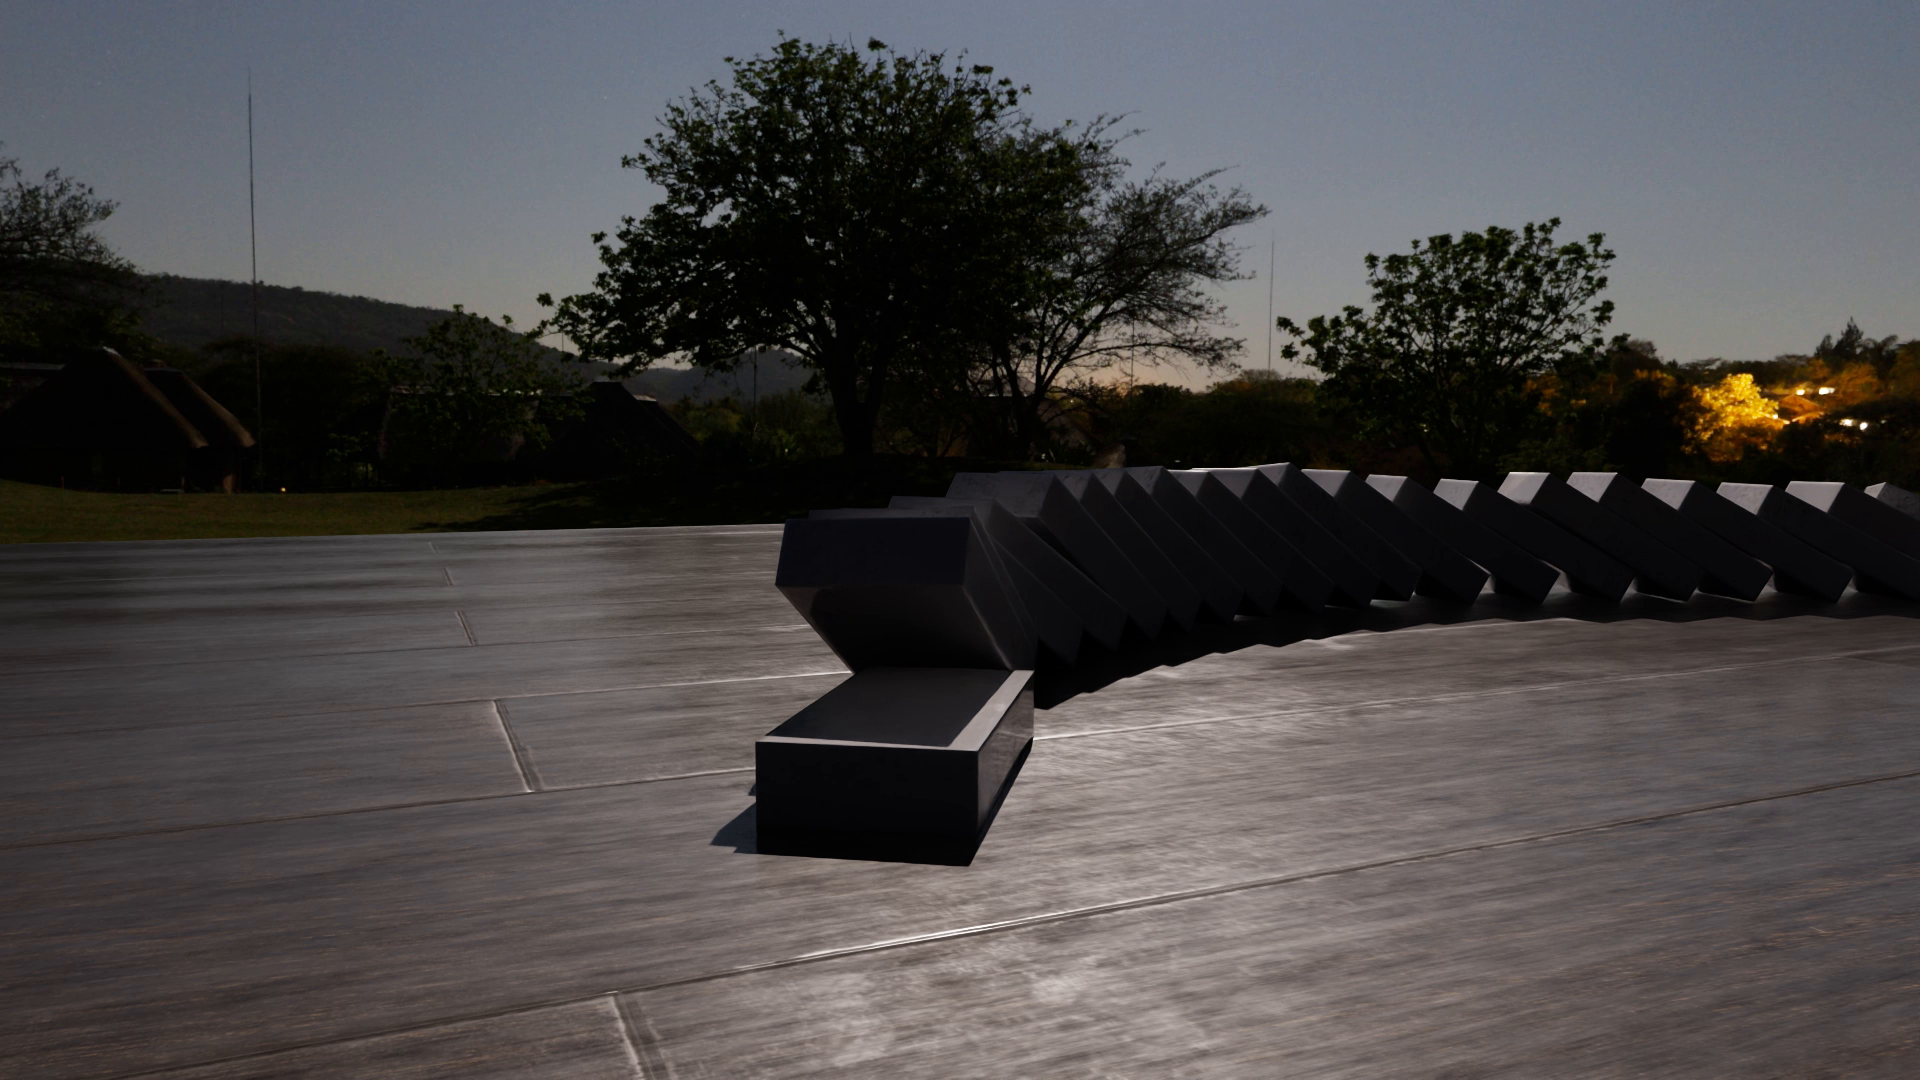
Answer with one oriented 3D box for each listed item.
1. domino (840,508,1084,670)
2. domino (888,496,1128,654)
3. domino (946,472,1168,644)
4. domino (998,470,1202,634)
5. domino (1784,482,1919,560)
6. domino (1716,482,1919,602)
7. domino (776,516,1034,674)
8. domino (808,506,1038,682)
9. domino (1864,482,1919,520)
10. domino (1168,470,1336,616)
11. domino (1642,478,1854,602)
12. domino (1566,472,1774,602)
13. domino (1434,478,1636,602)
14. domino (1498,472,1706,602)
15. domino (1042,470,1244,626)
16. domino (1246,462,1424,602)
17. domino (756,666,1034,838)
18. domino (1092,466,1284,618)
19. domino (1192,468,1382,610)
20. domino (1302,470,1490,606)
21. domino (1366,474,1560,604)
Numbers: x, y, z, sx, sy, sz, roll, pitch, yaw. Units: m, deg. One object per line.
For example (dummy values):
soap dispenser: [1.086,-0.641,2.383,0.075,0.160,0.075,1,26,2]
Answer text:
domino: [0.001,0.009,0.231,0.025,0.009,0.050,3,-23,31]
domino: [0.009,0.007,0.251,0.025,0.009,0.050,4,-24,40]
domino: [0.020,0.004,0.266,0.025,0.009,0.050,4,-30,41]
domino: [0.030,0.003,0.279,0.025,0.009,0.050,3,-30,43]
domino: [0.258,0.000,0.356,0.050,0.010,0.025,28,5,1]
domino: [0.238,0.000,0.356,0.050,0.009,0.025,27,5,0]
domino: [-0.006,0.012,0.187,0.025,0.010,0.050,0,-25,14]
domino: [-0.005,0.010,0.206,0.025,0.009,0.050,-1,-25,15]
domino: [0.282,0.000,0.361,0.050,0.010,0.025,29,11,23]
domino: [0.067,0.001,0.318,0.050,0.009,0.025,37,-14,-26]
domino: [0.216,0.000,0.356,0.050,0.010,0.025,29,4,-2]
domino: [0.193,-0.001,0.354,0.050,0.009,0.025,32,3,-2]
domino: [0.157,0.000,0.354,0.050,0.009,0.025,29,3,-4]
domino: [0.175,-0.001,0.354,0.050,0.010,0.025,32,3,-2]
domino: [0.041,0.002,0.293,0.025,0.009,0.050,4,-30,50]
domino: [0.094,-0.002,0.336,0.050,0.010,0.025,35,-13,-19]
domino: [-0.006,0.025,0.165,0.025,0.010,0.050,1,4,10]
domino: [0.052,0.001,0.305,0.050,0.010,0.025,39,-22,-31]
domino: [0.081,0.000,0.326,0.050,0.010,0.025,36,-14,-24]
domino: [0.114,-0.001,0.344,0.050,0.009,0.025,34,-4,-14]
domino: [0.135,-0.001,0.351,0.050,0.010,0.025,31,1,-7]
